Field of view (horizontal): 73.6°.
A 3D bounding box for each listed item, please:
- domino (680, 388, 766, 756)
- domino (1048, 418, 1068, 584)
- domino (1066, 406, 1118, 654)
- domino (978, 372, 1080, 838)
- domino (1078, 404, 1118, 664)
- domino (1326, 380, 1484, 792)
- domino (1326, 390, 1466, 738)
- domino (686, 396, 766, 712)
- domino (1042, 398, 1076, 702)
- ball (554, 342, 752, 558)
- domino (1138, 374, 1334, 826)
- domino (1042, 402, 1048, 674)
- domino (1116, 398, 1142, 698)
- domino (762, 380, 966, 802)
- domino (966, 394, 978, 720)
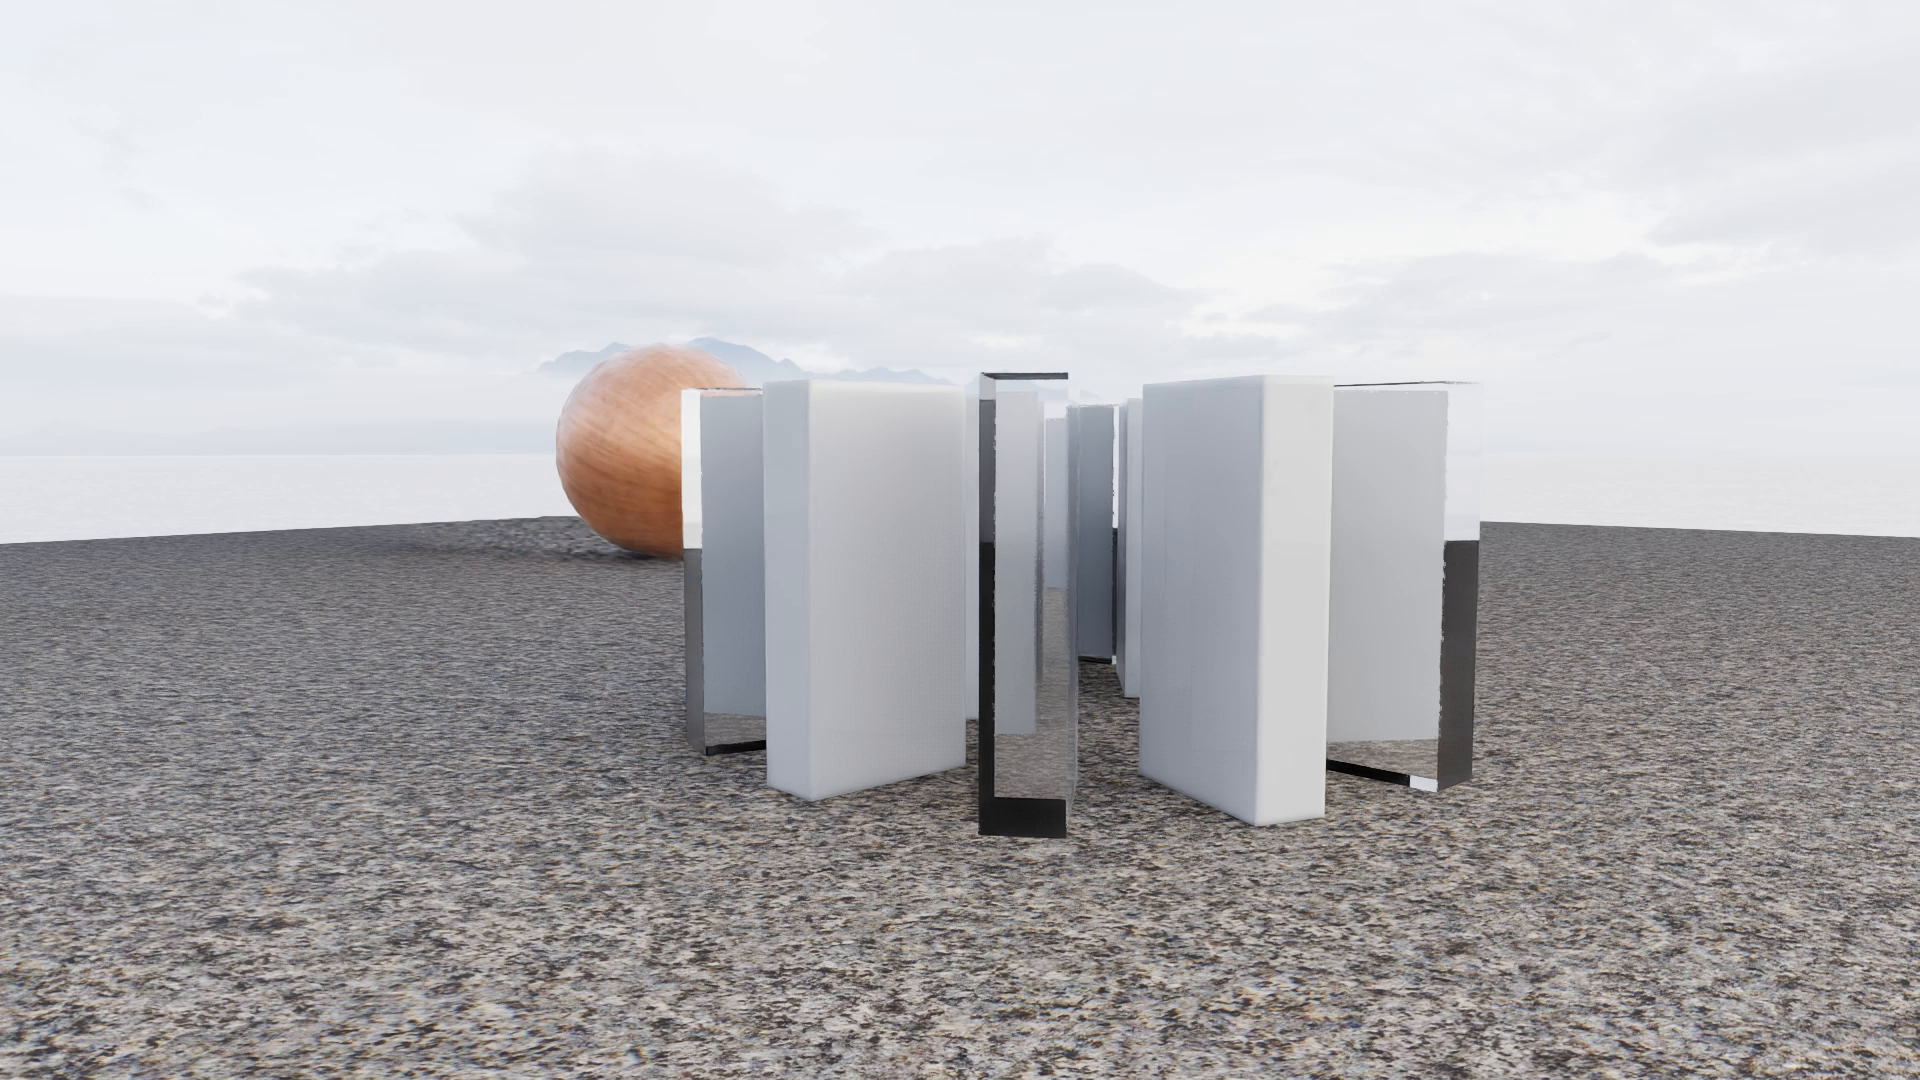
[{"bbox_3d":[-0.026,0.004,0.183,0.025,0.050,0.009,-2,5,-27],"label":"domino"},{"bbox_3d":[0.037,-0.012,0.398,0.009,0.050,0.025,2,5,29],"label":"domino"},{"bbox_3d":[0.034,-0.002,0.263,0.009,0.050,0.025,-3,5,-35],"label":"domino"},{"bbox_3d":[0.008,0.006,0.150,0.010,0.050,0.025,1,4,8],"label":"domino"},{"bbox_3d":[0.022,-0.002,0.257,0.025,0.050,0.009,3,5,38],"label":"domino"},{"bbox_3d":[0.053,0.005,0.167,0.010,0.050,0.025,-4,6,-43],"label":"domino"},{"bbox_3d":[0.060,0.003,0.190,0.025,0.050,0.009,0,4,-7],"label":"domino"},{"bbox_3d":[-0.030,0.002,0.206,0.025,0.050,0.009,1,5,18],"label":"domino"},{"bbox_3d":[0.008,0.001,0.221,0.010,0.050,0.025,-3,5,-33],"label":"domino"},{"bbox_3d":[-0.110,-0.034,0.480,0.080,0.080,0.080,0,4,0],"label":"ball"},{"bbox_3d":[0.032,0.006,0.154,0.009,0.050,0.025,-2,5,-23],"label":"domino"},{"bbox_3d":[0.004,-0.001,0.242,0.009,0.050,0.025,-4,6,-44],"label":"domino"},{"bbox_3d":[0.033,0.001,0.225,0.009,0.050,0.025,0,4,4],"label":"domino"},{"bbox_3d":[-0.012,0.005,0.163,0.025,0.050,0.009,-4,6,-43],"label":"domino"},{"bbox_3d":[0.000,0.002,0.201,0.025,0.050,0.010,0,4,0],"label":"domino"}]
